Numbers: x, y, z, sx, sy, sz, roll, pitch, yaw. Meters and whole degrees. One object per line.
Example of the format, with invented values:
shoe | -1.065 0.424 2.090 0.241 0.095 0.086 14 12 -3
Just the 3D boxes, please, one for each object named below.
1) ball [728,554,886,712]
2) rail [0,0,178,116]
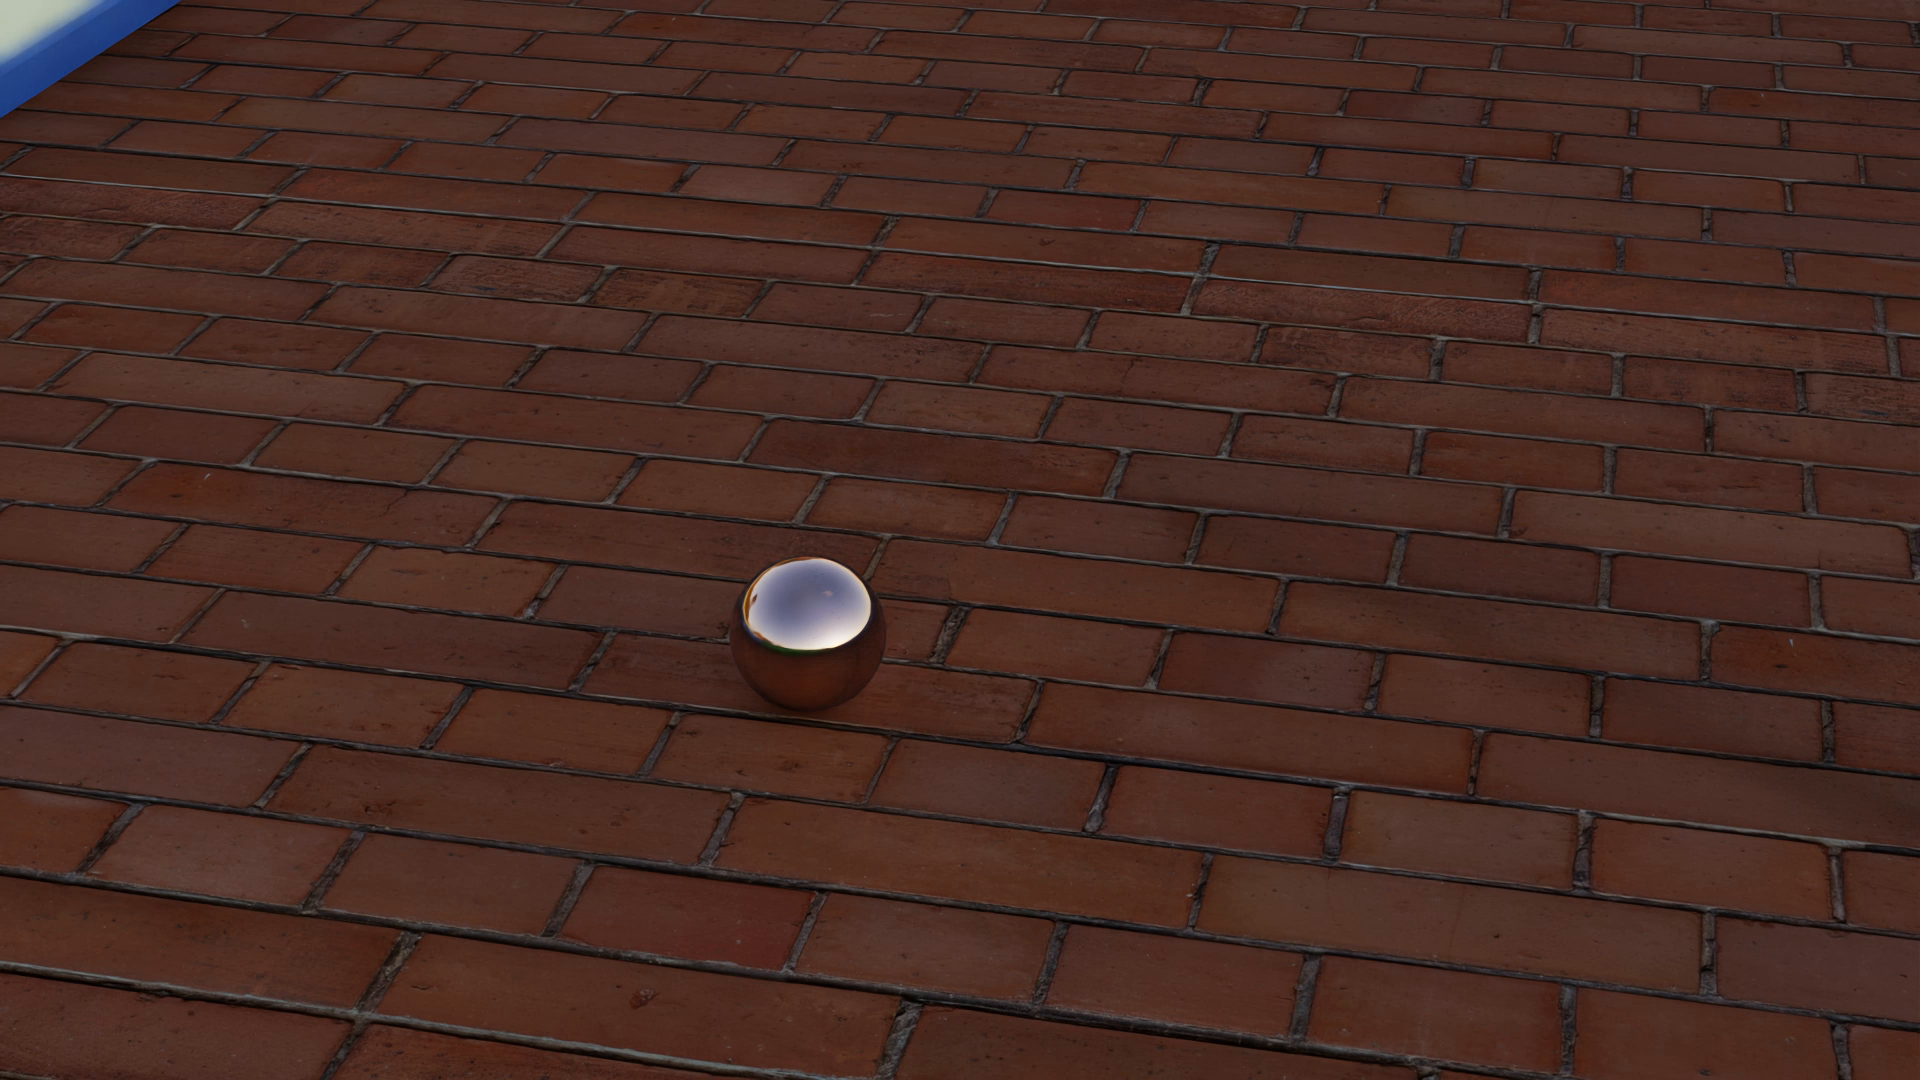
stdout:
ball | -0.085 0.052 1.639 0.088 0.088 0.088 0 28 0
rail | -0.766 -0.498 2.650 0.045 0.127 3.391 6 28 11
